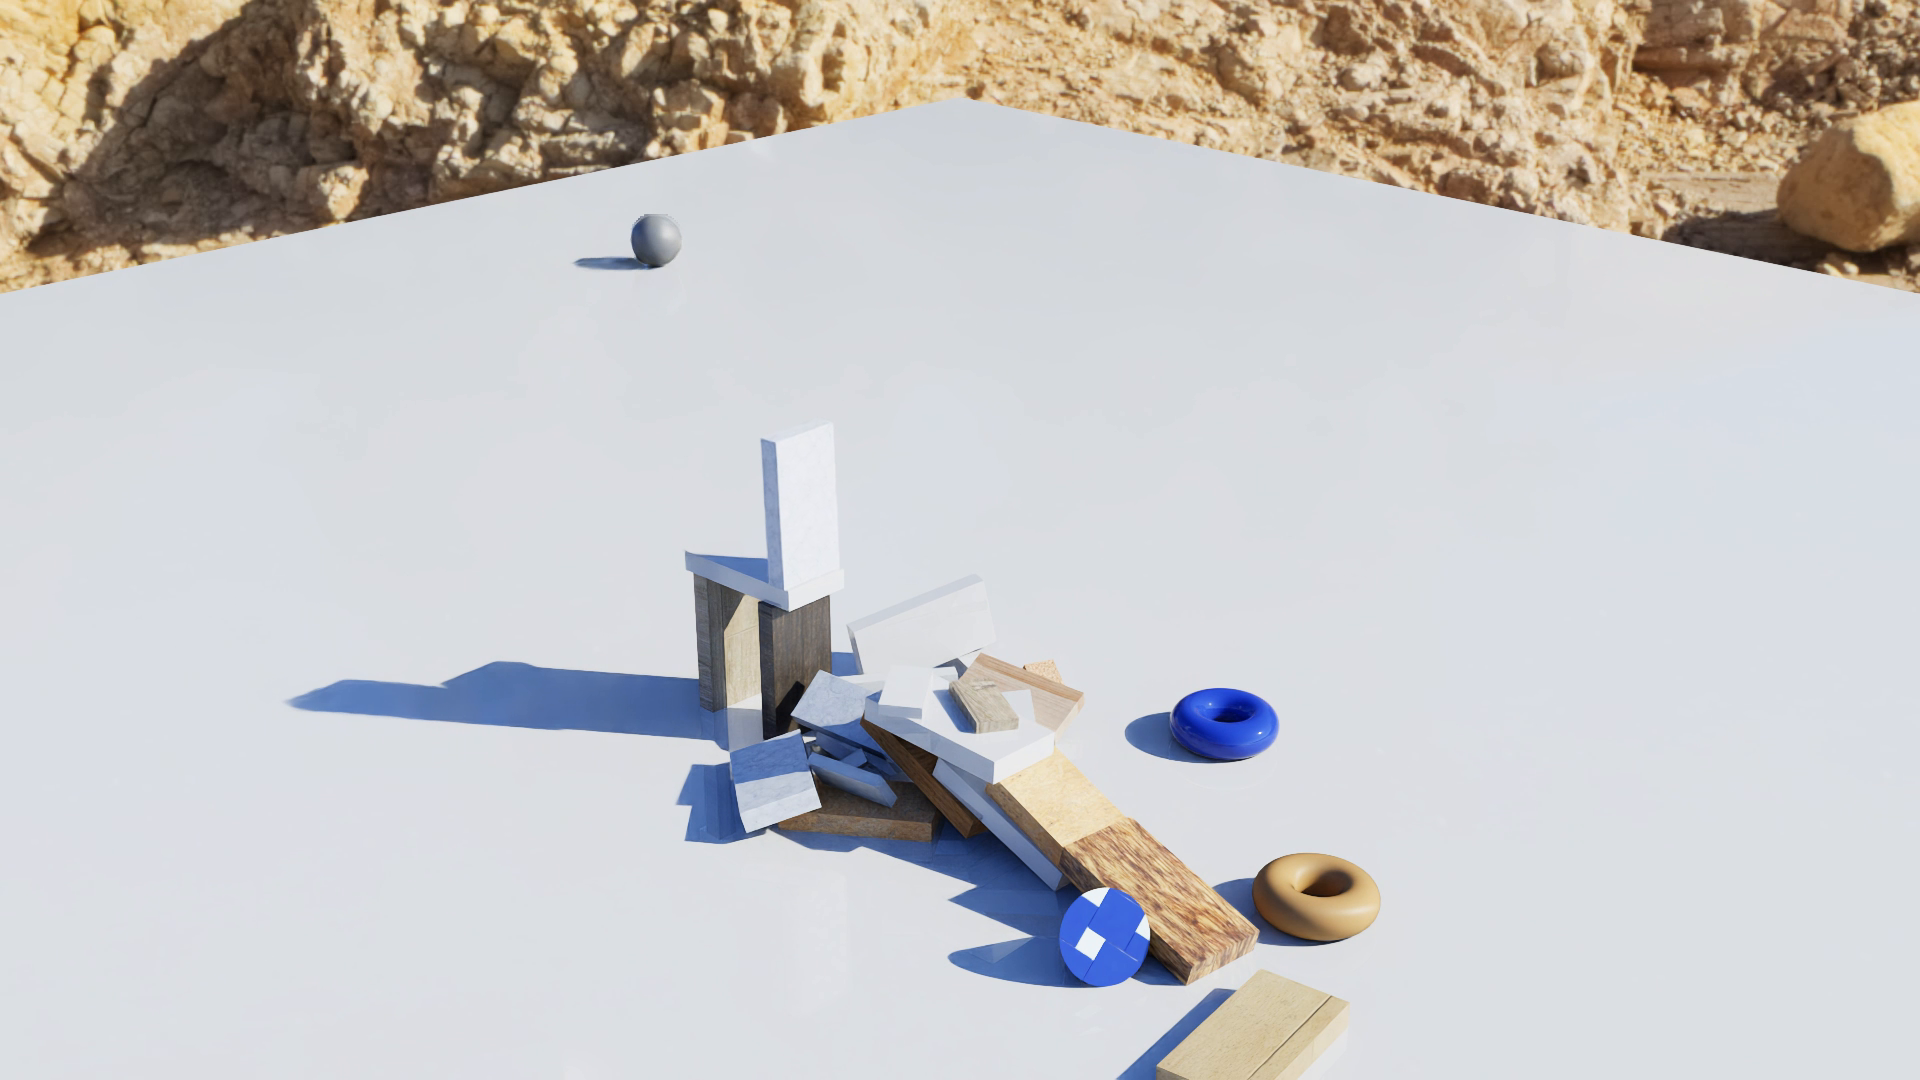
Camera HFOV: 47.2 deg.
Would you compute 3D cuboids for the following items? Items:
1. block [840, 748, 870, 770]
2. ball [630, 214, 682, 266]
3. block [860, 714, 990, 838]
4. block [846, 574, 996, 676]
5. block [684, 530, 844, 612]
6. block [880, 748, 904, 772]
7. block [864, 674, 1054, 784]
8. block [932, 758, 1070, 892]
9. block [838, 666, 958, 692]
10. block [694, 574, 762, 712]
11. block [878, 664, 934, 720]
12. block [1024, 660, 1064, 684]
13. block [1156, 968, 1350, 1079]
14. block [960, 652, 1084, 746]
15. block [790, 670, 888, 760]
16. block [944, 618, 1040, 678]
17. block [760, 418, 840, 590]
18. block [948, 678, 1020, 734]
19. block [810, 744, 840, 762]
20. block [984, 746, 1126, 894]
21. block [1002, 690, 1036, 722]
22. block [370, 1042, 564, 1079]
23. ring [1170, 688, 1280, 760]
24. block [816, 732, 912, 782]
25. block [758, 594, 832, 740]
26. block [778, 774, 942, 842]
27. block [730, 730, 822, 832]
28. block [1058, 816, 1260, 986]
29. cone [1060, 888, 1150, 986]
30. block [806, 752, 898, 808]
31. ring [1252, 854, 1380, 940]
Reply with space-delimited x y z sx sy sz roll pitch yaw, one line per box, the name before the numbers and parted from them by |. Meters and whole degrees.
block | -0.234 0.471 4.541 0.092 0.013 0.046 -32 38 0
ball | -1.123 -1.107 8.127 0.189 0.189 0.189 0 23 0
block | -0.025 0.441 4.429 0.175 0.050 0.350 -17 49 -40
block | -0.085 0.210 4.976 0.325 0.162 0.046 -21 29 -17
block | -0.422 0.062 4.725 0.324 0.046 0.162 19 30 38
block | -0.040 0.474 4.470 0.237 0.034 0.118 38 28 25
block | -0.003 0.367 4.359 0.350 0.050 0.175 23 31 38
block | 0.130 0.523 4.305 0.175 0.050 0.350 -22 53 -42
block | -0.137 0.353 4.761 0.263 0.131 0.037 -4 23 -10
block | -0.504 0.204 4.865 0.046 0.324 0.162 21 31 41
block | -0.108 0.303 4.401 0.087 0.025 0.175 5 24 5
block | 0.197 0.332 4.865 0.071 0.020 0.142 -9 54 -22
block | 0.495 0.850 3.695 0.174 0.049 0.348 16 28 33
block | 0.125 0.345 4.803 0.263 0.037 0.131 20 50 25
block | -0.226 0.367 4.624 0.237 0.034 0.118 20 65 28
block | 0.072 0.279 5.044 0.162 0.046 0.395 -10 25 -22
block | -0.331 -0.075 4.572 0.046 0.325 0.162 17 29 39
block | 0.046 0.327 4.364 0.087 0.025 0.177 -5 25 -18
block | -0.252 0.472 4.622 0.071 0.020 0.172 -9 25 -21
block | 0.227 0.553 4.227 0.174 0.049 0.348 -19 51 -40
block | 0.027 0.387 4.697 0.263 0.037 0.131 -6 34 -1
block | -0.801 0.900 3.583 0.311 0.044 0.155 -5 23 -11
ring | 0.570 0.394 4.733 0.237 0.079 0.237 0 24 0
block | -0.182 0.449 4.620 0.118 0.034 0.237 -10 26 -43
block | -0.352 0.264 4.725 0.162 0.324 0.046 -21 31 -40
block | -0.196 0.538 4.436 0.310 0.044 0.155 4 23 9
block | -0.378 0.486 4.468 0.155 0.044 0.311 -19 19 -4
block | 0.362 0.657 4.036 0.174 0.049 0.348 -18 44 -37
cone | 0.230 0.712 3.984 0.173 0.173 0.173 -8 -2 -19
block | -0.217 0.481 4.406 0.175 0.087 0.025 15 63 32
ring | 0.664 0.663 4.098 0.238 0.079 0.238 1 22 -1
